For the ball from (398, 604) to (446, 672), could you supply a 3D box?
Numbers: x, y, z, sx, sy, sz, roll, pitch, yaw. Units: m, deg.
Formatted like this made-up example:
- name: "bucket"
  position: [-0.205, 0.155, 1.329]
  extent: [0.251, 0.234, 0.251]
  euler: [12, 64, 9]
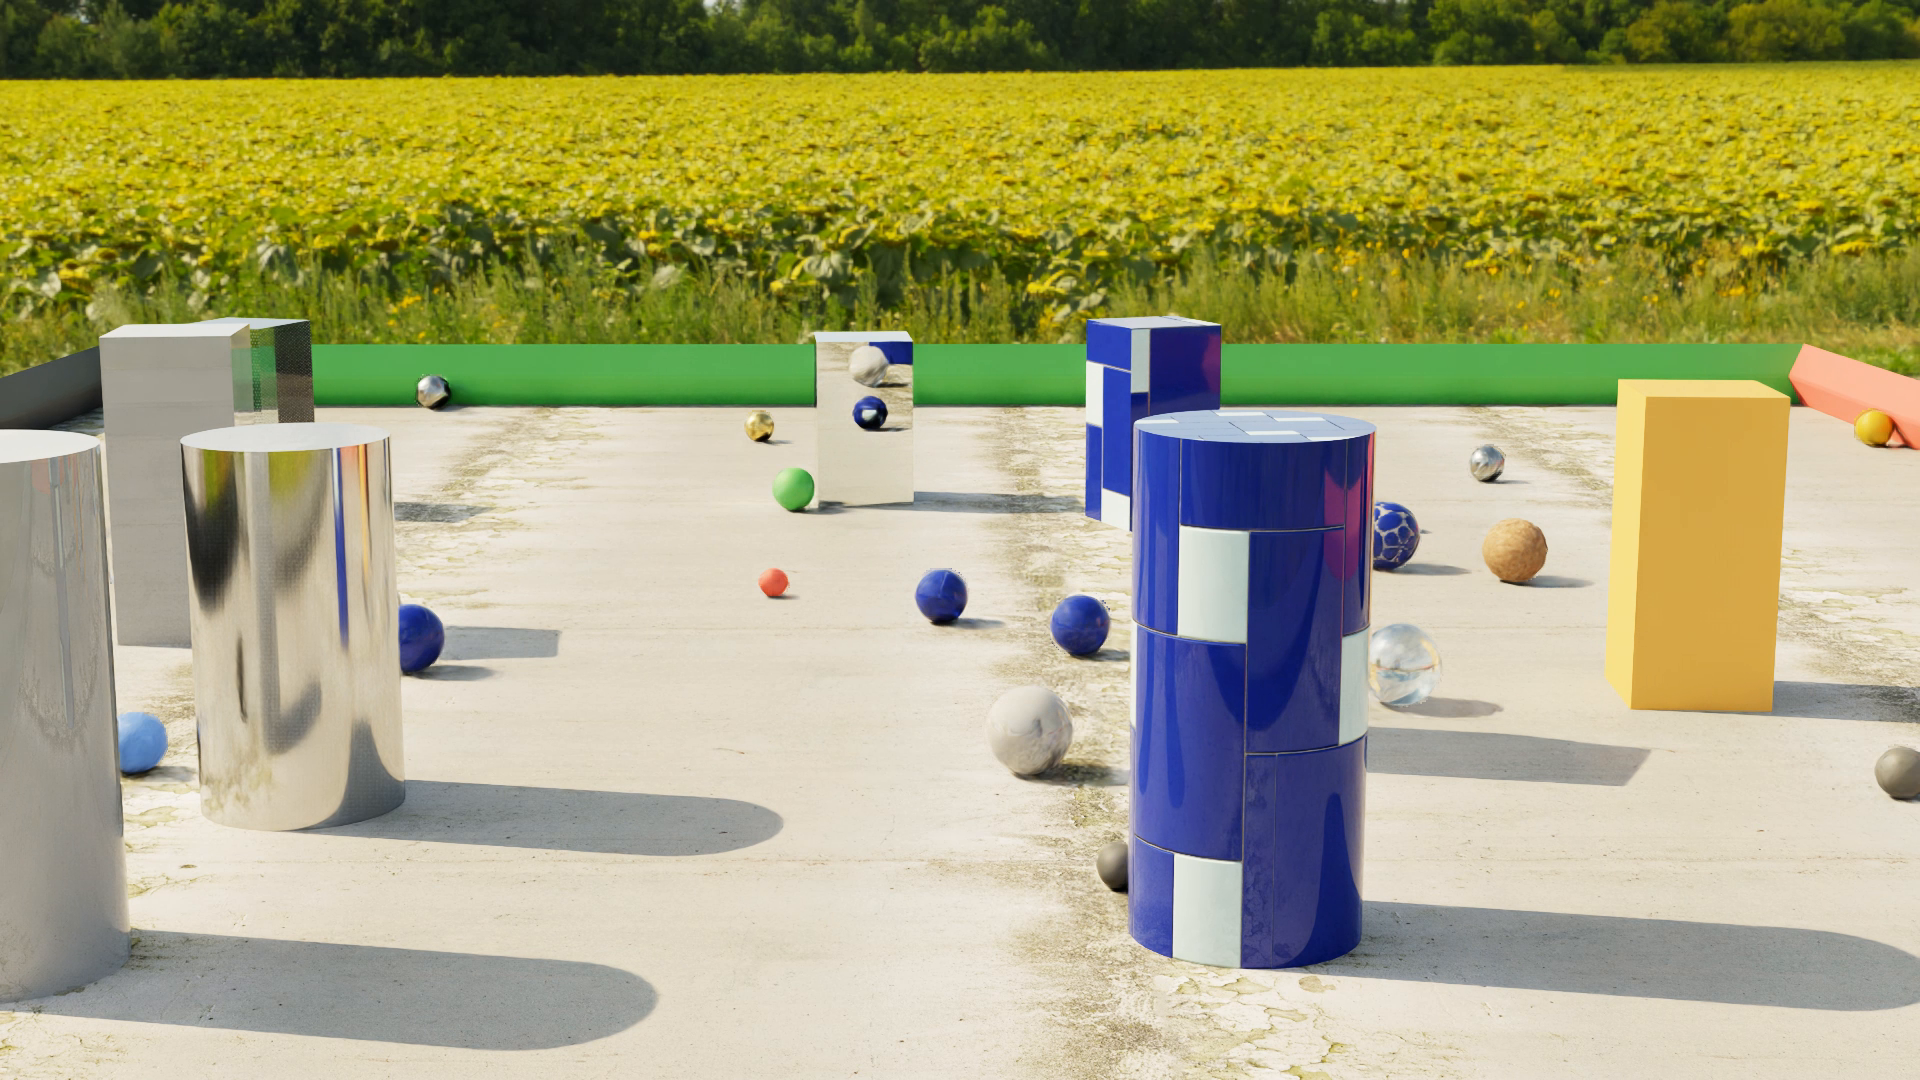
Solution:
- name: "ball"
  position: [-0.668, 0.119, 3.118]
  extent: [0.084, 0.084, 0.084]
  euler: [0, 10, 0]

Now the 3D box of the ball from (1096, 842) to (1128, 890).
- name: "ball"
  position: [0.143, 0.292, 2.298]
  extent: [0.041, 0.041, 0.041]
  euler: [0, 10, 0]

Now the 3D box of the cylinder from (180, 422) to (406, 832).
- name: "cylinder"
  position: [-0.657, 0.081, 2.537]
  extent: [0.199, 0.370, 0.199]
  euler: [0, 10, 0]

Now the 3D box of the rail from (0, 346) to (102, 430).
- name: "rail"
  position: [-1.826, 0.035, 3.438]
  extent: [0.045, 0.129, 4.333]
  euler: [0, 10, 0]

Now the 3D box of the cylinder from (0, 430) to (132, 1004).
- name: "cylinder"
  position: [-0.785, 0.137, 2.071]
  extent: [0.199, 0.428, 0.199]
  euler: [0, 10, 0]

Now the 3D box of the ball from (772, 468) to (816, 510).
- name: "ball"
  position: [-0.276, -0.085, 4.253]
  extent: [0.072, 0.072, 0.072]
  euler: [0, 10, 0]

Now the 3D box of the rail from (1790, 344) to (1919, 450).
- name: "rail"
  position: [1.826, 0.031, 3.459]
  extent: [0.045, 0.129, 4.333]
  euler: [0, 10, 0]

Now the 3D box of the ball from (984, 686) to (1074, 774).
- name: "ball"
  position: [0.072, 0.197, 2.669]
  extent: [0.093, 0.093, 0.093]
  euler: [0, 10, 0]

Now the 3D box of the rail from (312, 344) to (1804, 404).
- name: "rail"
  position: [-0.012, -0.356, 5.556]
  extent: [3.699, 0.129, 0.045]
  euler: [0, 10, 0]

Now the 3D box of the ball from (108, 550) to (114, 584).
- name: "ball"
  position: [-1.204, 0.038, 3.655]
  extent: [0.048, 0.048, 0.048]
  euler: [0, 10, 0]

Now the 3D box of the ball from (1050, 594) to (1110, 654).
- name: "ball"
  position: [0.151, 0.106, 3.209]
  extent: [0.076, 0.076, 0.076]
  euler: [0, 10, 0]

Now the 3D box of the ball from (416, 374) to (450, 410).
- name: "ball"
  position: [-1.131, -0.318, 5.506]
  extent: [0.073, 0.073, 0.073]
  euler: [0, 10, 0]

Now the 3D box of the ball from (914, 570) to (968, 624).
- name: "ball"
  position: [-0.024, 0.074, 3.393]
  extent: [0.071, 0.071, 0.071]
  euler: [0, 10, 0]

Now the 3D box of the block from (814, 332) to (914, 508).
- name: "block"
  position: [-0.164, -0.206, 4.343]
  extent: [0.159, 0.277, 0.159]
  euler: [-1, 11, -5]

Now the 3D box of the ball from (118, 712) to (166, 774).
- name: "ball"
  position: [-0.860, 0.211, 2.672]
  extent: [0.064, 0.064, 0.064]
  euler: [0, 10, 0]

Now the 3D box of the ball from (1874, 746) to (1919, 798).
- name: "ball"
  position: [0.948, 0.234, 2.582]
  extent: [0.052, 0.052, 0.052]
  euler: [0, 10, 0]

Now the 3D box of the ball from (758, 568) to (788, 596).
- name: "ball"
  position: [-0.259, 0.059, 3.562]
  extent: [0.040, 0.040, 0.040]
  euler: [0, 10, 0]

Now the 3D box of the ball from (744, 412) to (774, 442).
- name: "ball"
  position: [-0.393, -0.222, 5.028]
  extent: [0.059, 0.059, 0.059]
  euler: [0, 10, 0]

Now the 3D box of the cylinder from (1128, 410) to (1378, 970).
- name: "cylinder"
  position: [0.243, 0.119, 2.152]
  extent: [0.199, 0.434, 0.199]
  euler: [0, 10, 0]

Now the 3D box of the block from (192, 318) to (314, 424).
- name: "block"
  position: [-1.188, -0.208, 4.273]
  extent: [0.159, 0.306, 0.159]
  euler: [3, 11, 17]

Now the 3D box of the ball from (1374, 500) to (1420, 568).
- name: "ball"
  position: [0.624, -0.008, 3.757]
  extent: [0.100, 0.100, 0.100]
  euler: [0, 10, 0]

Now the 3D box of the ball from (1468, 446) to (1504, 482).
- name: "ball"
  position: [0.934, -0.135, 4.547]
  extent: [0.063, 0.063, 0.063]
  euler: [0, 10, 0]

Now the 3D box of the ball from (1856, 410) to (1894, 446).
- name: "ball"
  position: [1.771, -0.216, 4.968]
  extent: [0.070, 0.070, 0.070]
  euler: [0, 10, 0]

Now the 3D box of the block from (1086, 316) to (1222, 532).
- name: "block"
  position: [0.310, -0.190, 4.134]
  extent: [0.159, 0.322, 0.159]
  euler: [-4, 11, -23]

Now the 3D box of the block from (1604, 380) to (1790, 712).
- name: "block"
  position: [0.853, 0.003, 2.981]
  extent: [0.159, 0.361, 0.159]
  euler: [1, 10, 3]

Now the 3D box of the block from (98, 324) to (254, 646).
- name: "block"
  position: [-1.002, -0.075, 3.316]
  extent: [0.159, 0.393, 0.159]
  euler: [-1, 11, -7]

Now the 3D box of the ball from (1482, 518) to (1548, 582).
- name: "ball"
  position: [0.793, 0.014, 3.666]
  extent: [0.091, 0.091, 0.091]
  euler: [0, 10, 0]

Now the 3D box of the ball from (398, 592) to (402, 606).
- name: "ball"
  position: [-0.761, 0.085, 3.306]
  extent: [0.082, 0.082, 0.082]
  euler: [0, 10, 0]

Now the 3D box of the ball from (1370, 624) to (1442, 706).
- name: "ball"
  position: [0.507, 0.143, 2.952]
  extent: [0.095, 0.095, 0.095]
  euler: [0, 10, 0]
